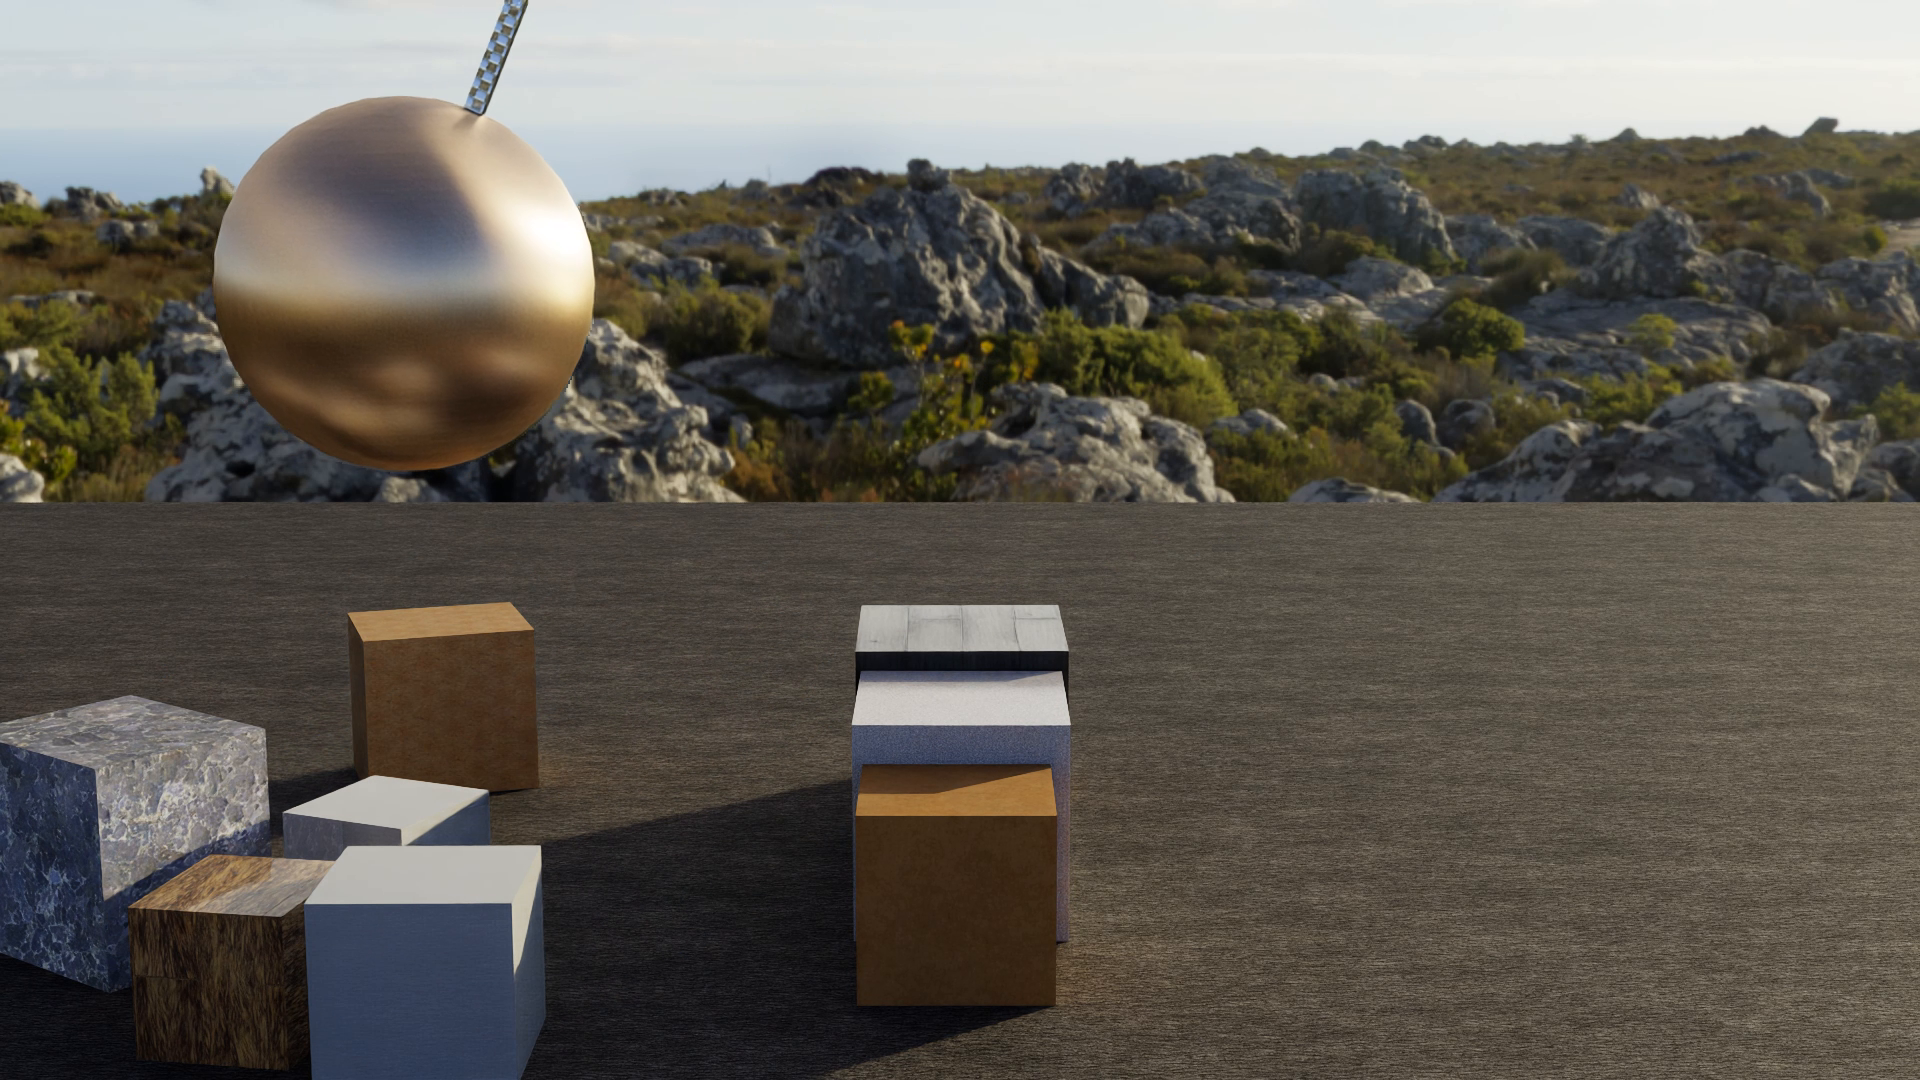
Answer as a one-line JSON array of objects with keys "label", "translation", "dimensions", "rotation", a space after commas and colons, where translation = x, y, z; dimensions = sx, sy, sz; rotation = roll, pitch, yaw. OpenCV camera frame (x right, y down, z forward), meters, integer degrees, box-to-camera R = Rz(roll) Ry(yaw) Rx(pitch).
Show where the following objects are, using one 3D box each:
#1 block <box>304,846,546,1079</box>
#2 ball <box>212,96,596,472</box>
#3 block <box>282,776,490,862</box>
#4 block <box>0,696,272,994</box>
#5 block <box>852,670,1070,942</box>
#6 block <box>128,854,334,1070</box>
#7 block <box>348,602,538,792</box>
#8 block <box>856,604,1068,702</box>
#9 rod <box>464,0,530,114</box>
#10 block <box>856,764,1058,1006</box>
[{"label": "block", "translation": [-1.916, 1.529, 9.278], "dimensions": [0.718, 0.672, 0.676], "rotation": [0, 10, -1]}, {"label": "ball", "translation": [-2.370, -1.092, 10.982], "dimensions": [1.600, 1.600, 1.600], "rotation": [0, 10, 0]}, {"label": "block", "translation": [-2.352, 1.348, 10.584], "dimensions": [0.580, 0.561, 0.610], "rotation": [5, 11, 23]}, {"label": "block", "translation": [-3.412, 1.207, 10.427], "dimensions": [0.922, 0.895, 0.782], "rotation": [8, 13, 37]}, {"label": "block", "translation": [0.006, 1.110, 10.906], "dimensions": [0.884, 0.913, 0.958], "rotation": [0, 10, 0]}, {"label": "block", "translation": [-2.625, 1.545, 9.466], "dimensions": [0.587, 0.572, 0.647], "rotation": [2, 10, 10]}, {"label": "block", "translation": [-2.605, 0.801, 12.908], "dimensions": [0.825, 0.805, 0.709], "rotation": [-4, 11, -19]}, {"label": "block", "translation": [0.004, 0.891, 11.876], "dimensions": [0.940, 0.997, 0.993], "rotation": [0, 10, -1]}, {"label": "rod", "translation": [-1.027, -4.166, 10.423], "dimensions": [0.080, 5.200, 0.080], "rotation": [23, 9, -4]}, {"label": "block", "translation": [-0.014, 1.342, 10.083], "dimensions": [0.759, 0.752, 0.729], "rotation": [0, 10, 0]}]
